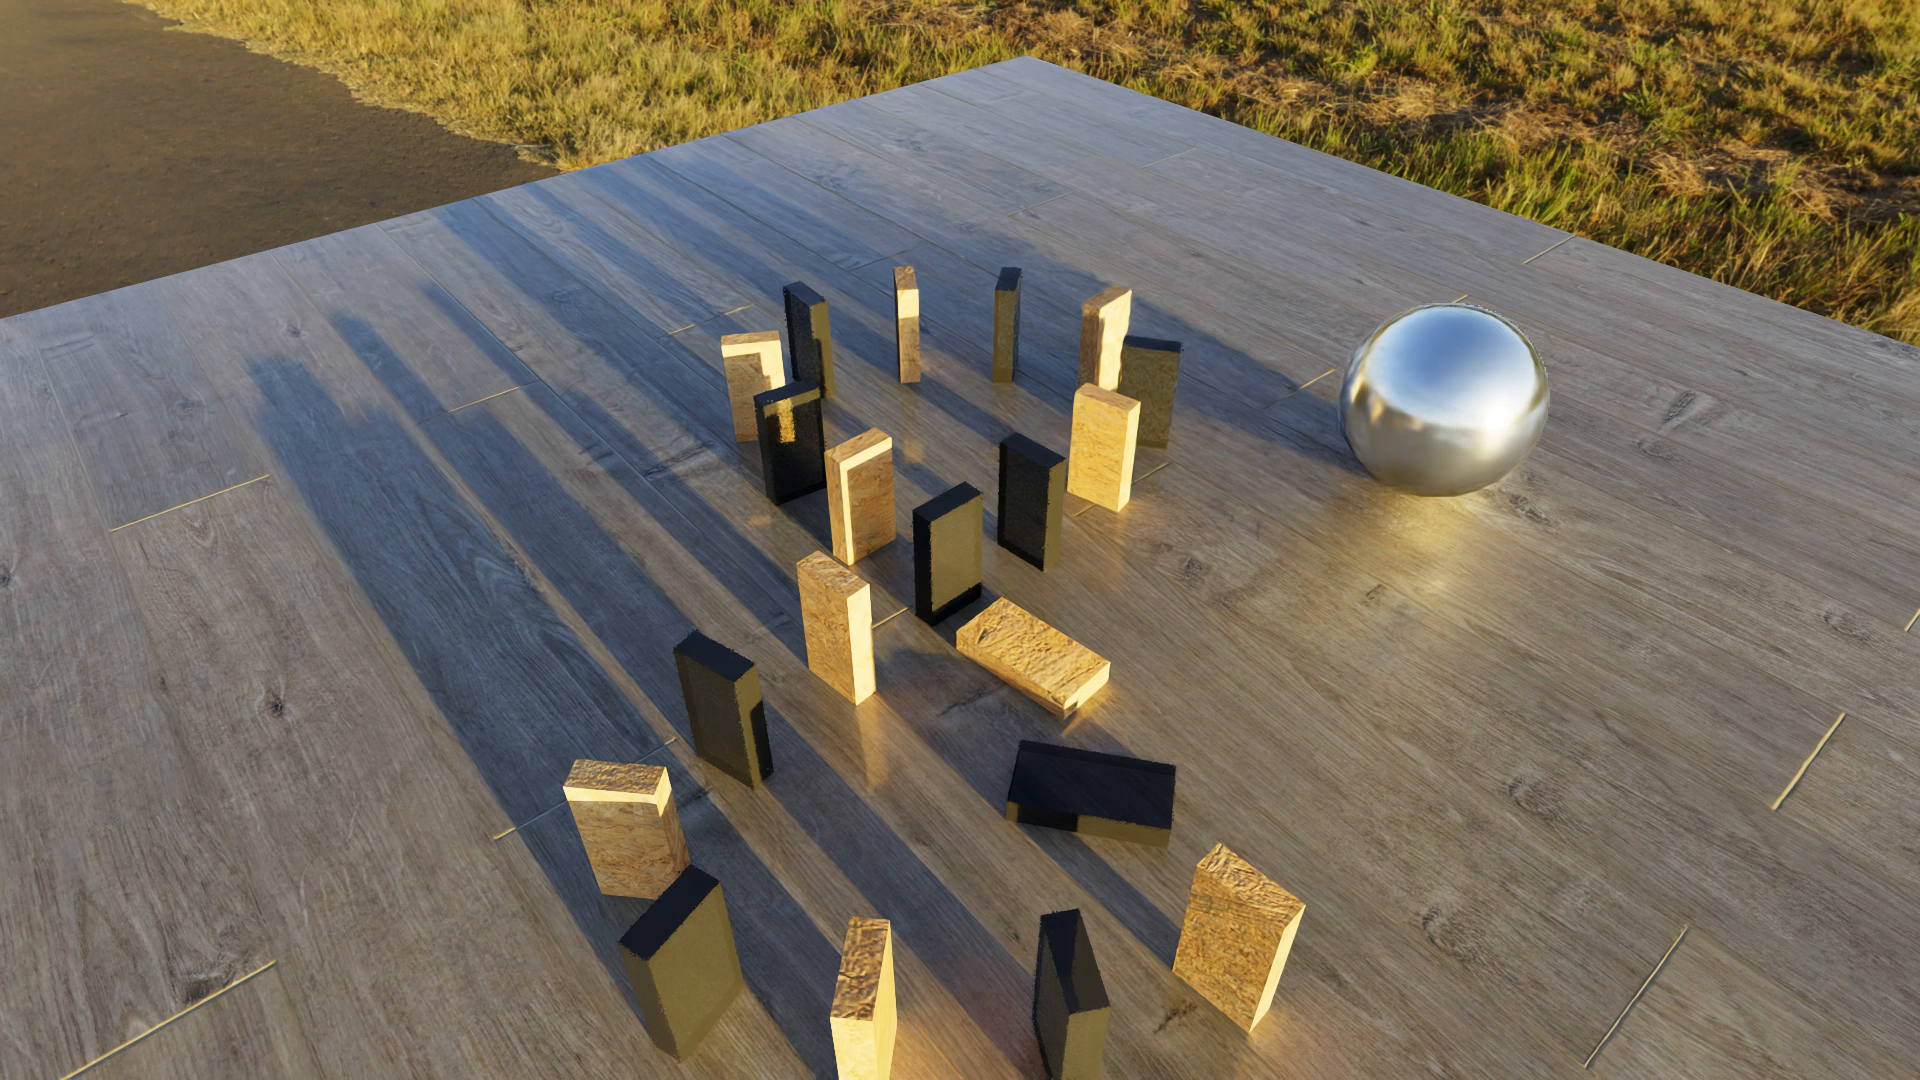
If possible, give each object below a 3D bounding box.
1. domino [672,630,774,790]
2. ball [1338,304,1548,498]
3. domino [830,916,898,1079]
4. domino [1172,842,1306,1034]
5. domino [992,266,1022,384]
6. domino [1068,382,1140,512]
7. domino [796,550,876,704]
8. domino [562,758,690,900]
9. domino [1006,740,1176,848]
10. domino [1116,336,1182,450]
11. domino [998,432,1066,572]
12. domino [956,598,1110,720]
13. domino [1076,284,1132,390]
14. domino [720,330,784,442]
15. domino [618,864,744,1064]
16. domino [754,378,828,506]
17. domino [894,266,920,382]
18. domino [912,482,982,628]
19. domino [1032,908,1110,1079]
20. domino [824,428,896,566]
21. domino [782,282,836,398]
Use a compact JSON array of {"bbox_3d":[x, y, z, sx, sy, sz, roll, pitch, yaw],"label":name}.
[{"bbox_3d":[-0.074,0.054,0.345,0.025,0.050,0.009,23,45,26],"label":"domino"},{"bbox_3d":[0.200,-0.058,0.458,0.080,0.080,0.080,0,39,0],"label":"ball"},{"bbox_3d":[-0.023,0.117,0.268,0.009,0.050,0.025,4,39,5],"label":"domino"},{"bbox_3d":[0.071,0.104,0.285,0.025,0.050,0.009,32,49,33],"label":"domino"},{"bbox_3d":[0.023,-0.105,0.540,0.009,0.050,0.025,6,40,8],"label":"domino"},{"bbox_3d":[0.059,-0.038,0.458,0.025,0.050,0.009,25,45,27],"label":"domino"},{"bbox_3d":[-0.042,0.030,0.374,0.025,0.050,0.010,31,48,32],"label":"domino"},{"bbox_3d":[-0.093,0.083,0.310,0.025,0.050,0.009,4,39,5],"label":"domino"},{"bbox_3d":[0.042,0.080,0.346,0.050,0.010,0.025,8,40,9],"label":"domino"},{"bbox_3d":[0.083,-0.065,0.491,0.025,0.050,0.010,10,40,11],"label":"domino"},{"bbox_3d":[0.027,-0.014,0.429,0.025,0.050,0.009,32,49,33],"label":"domino"},{"bbox_3d":[0.026,0.041,0.393,0.050,0.010,0.025,30,48,32],"label":"domino"},{"bbox_3d":[0.069,-0.094,0.526,0.010,0.050,0.025,29,48,31],"label":"domino"},{"bbox_3d":[-0.091,-0.069,0.495,0.025,0.050,0.010,-7,40,-9],"label":"domino"},{"bbox_3d":[-0.070,0.108,0.279,0.009,0.050,0.025,21,44,24],"label":"domino"},{"bbox_3d":[-0.070,-0.041,0.461,0.025,0.050,0.009,-23,45,-25],"label":"domino"},{"bbox_3d":[-0.026,-0.106,0.540,0.010,0.050,0.025,-5,40,-6],"label":"domino"},{"bbox_3d":[-0.004,0.006,0.404,0.025,0.050,0.009,-30,48,-32],"label":"domino"},{"bbox_3d":[0.026,0.116,0.270,0.010,0.050,0.025,-7,40,-9],"label":"domino"},{"bbox_3d":[-0.039,-0.017,0.432,0.025,0.050,0.009,-31,48,-32],"label":"domino"},{"bbox_3d":[-0.072,-0.096,0.528,0.010,0.050,0.025,-25,45,-27],"label":"domino"}]
